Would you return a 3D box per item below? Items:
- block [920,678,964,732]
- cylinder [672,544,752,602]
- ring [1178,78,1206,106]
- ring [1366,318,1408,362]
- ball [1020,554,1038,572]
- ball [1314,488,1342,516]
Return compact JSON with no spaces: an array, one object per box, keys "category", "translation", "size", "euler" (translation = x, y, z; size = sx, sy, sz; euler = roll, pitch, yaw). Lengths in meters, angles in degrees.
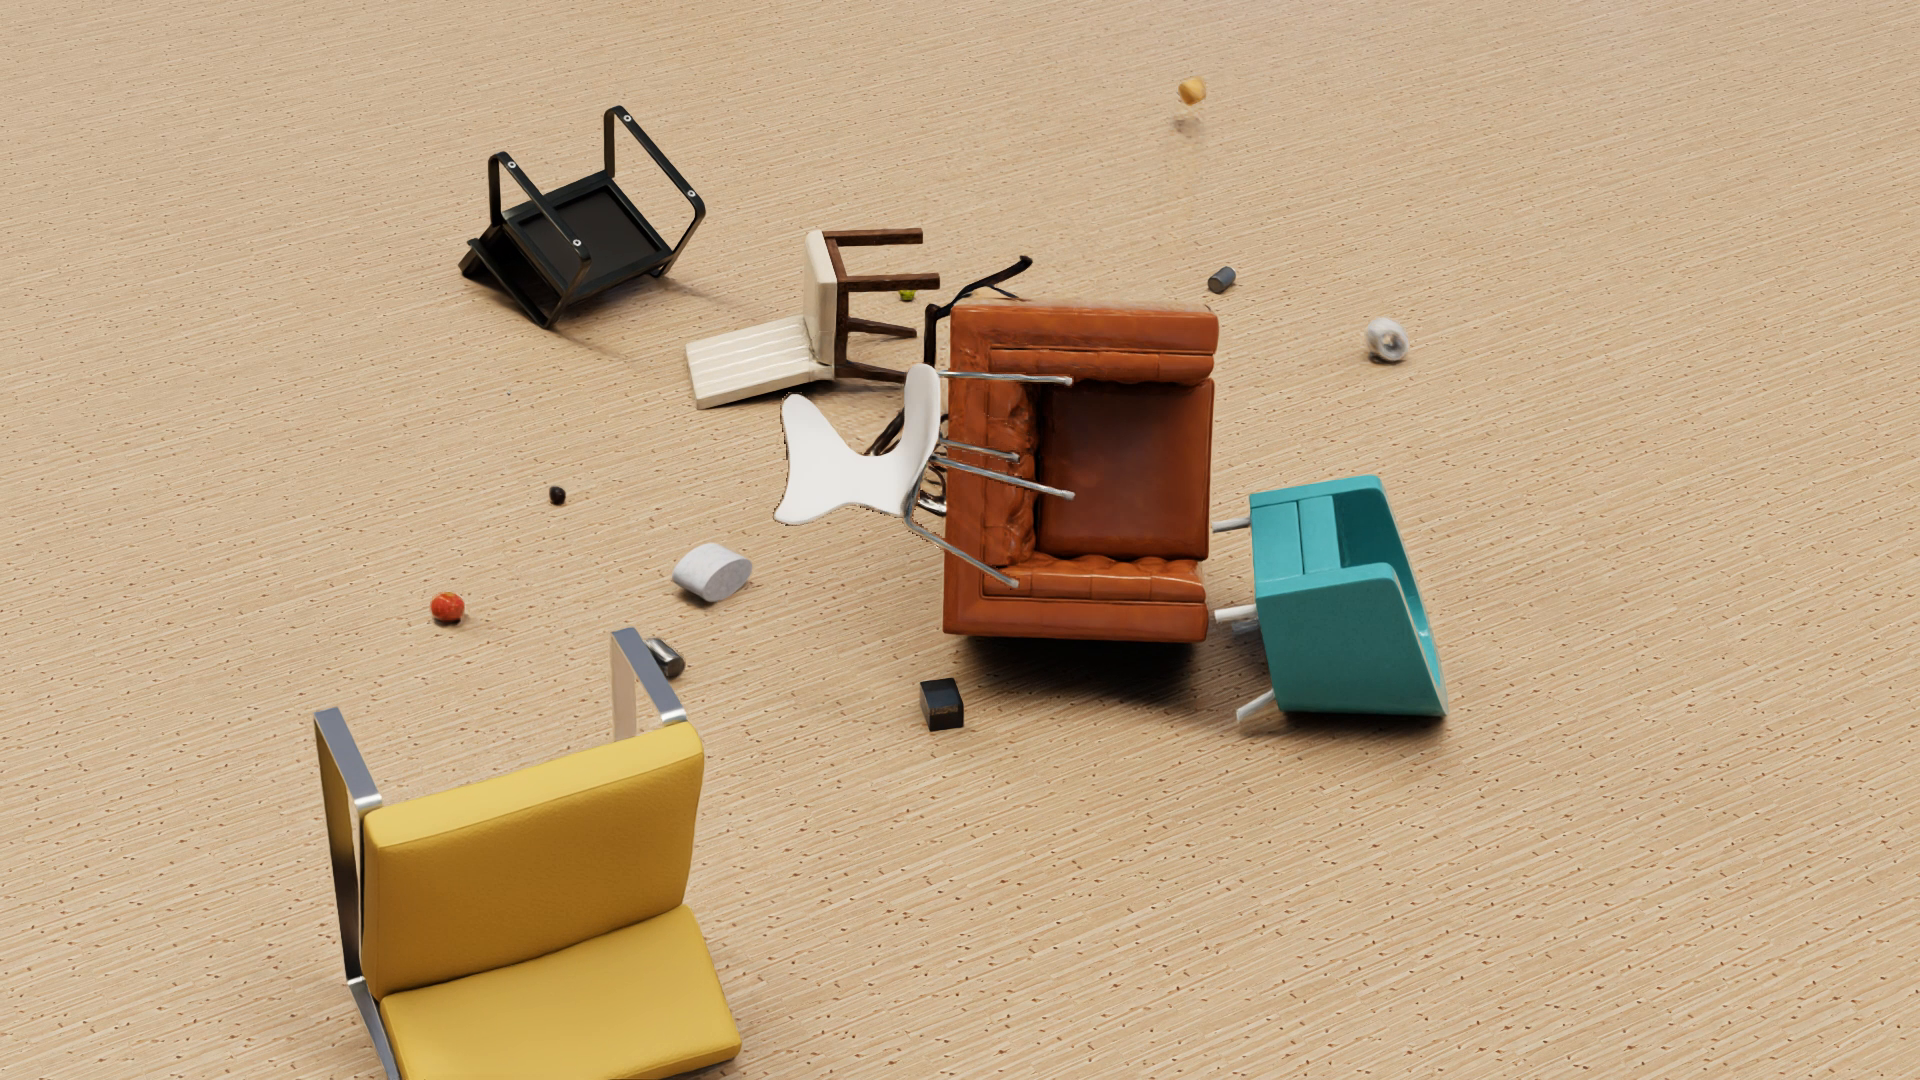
[{"category":"block","translation":[-0.063,0.561,10.004],"size":[0.118,0.098,0.157],"euler":[-7,34,-11]},{"category":"cylinder","translation":[-0.899,0.117,10.637],"size":[0.159,0.143,0.256],"euler":[25,39,33]},{"category":"ring","translation":[1.095,-2.111,13.805],"size":[0.122,0.109,0.233],"euler":[-21,5,12]},{"category":"ring","translation":[1.751,-0.822,12.038],"size":[0.155,0.190,0.128],"euler":[-44,27,10]},{"category":"ball","translation":[0.250,0.085,10.755],"size":[0.066,0.066,0.066],"euler":[0,33,0]},{"category":"ball","translation":[1.390,-0.146,11.072],"size":[0.104,0.104,0.104],"euler":[0,33,0]}]
